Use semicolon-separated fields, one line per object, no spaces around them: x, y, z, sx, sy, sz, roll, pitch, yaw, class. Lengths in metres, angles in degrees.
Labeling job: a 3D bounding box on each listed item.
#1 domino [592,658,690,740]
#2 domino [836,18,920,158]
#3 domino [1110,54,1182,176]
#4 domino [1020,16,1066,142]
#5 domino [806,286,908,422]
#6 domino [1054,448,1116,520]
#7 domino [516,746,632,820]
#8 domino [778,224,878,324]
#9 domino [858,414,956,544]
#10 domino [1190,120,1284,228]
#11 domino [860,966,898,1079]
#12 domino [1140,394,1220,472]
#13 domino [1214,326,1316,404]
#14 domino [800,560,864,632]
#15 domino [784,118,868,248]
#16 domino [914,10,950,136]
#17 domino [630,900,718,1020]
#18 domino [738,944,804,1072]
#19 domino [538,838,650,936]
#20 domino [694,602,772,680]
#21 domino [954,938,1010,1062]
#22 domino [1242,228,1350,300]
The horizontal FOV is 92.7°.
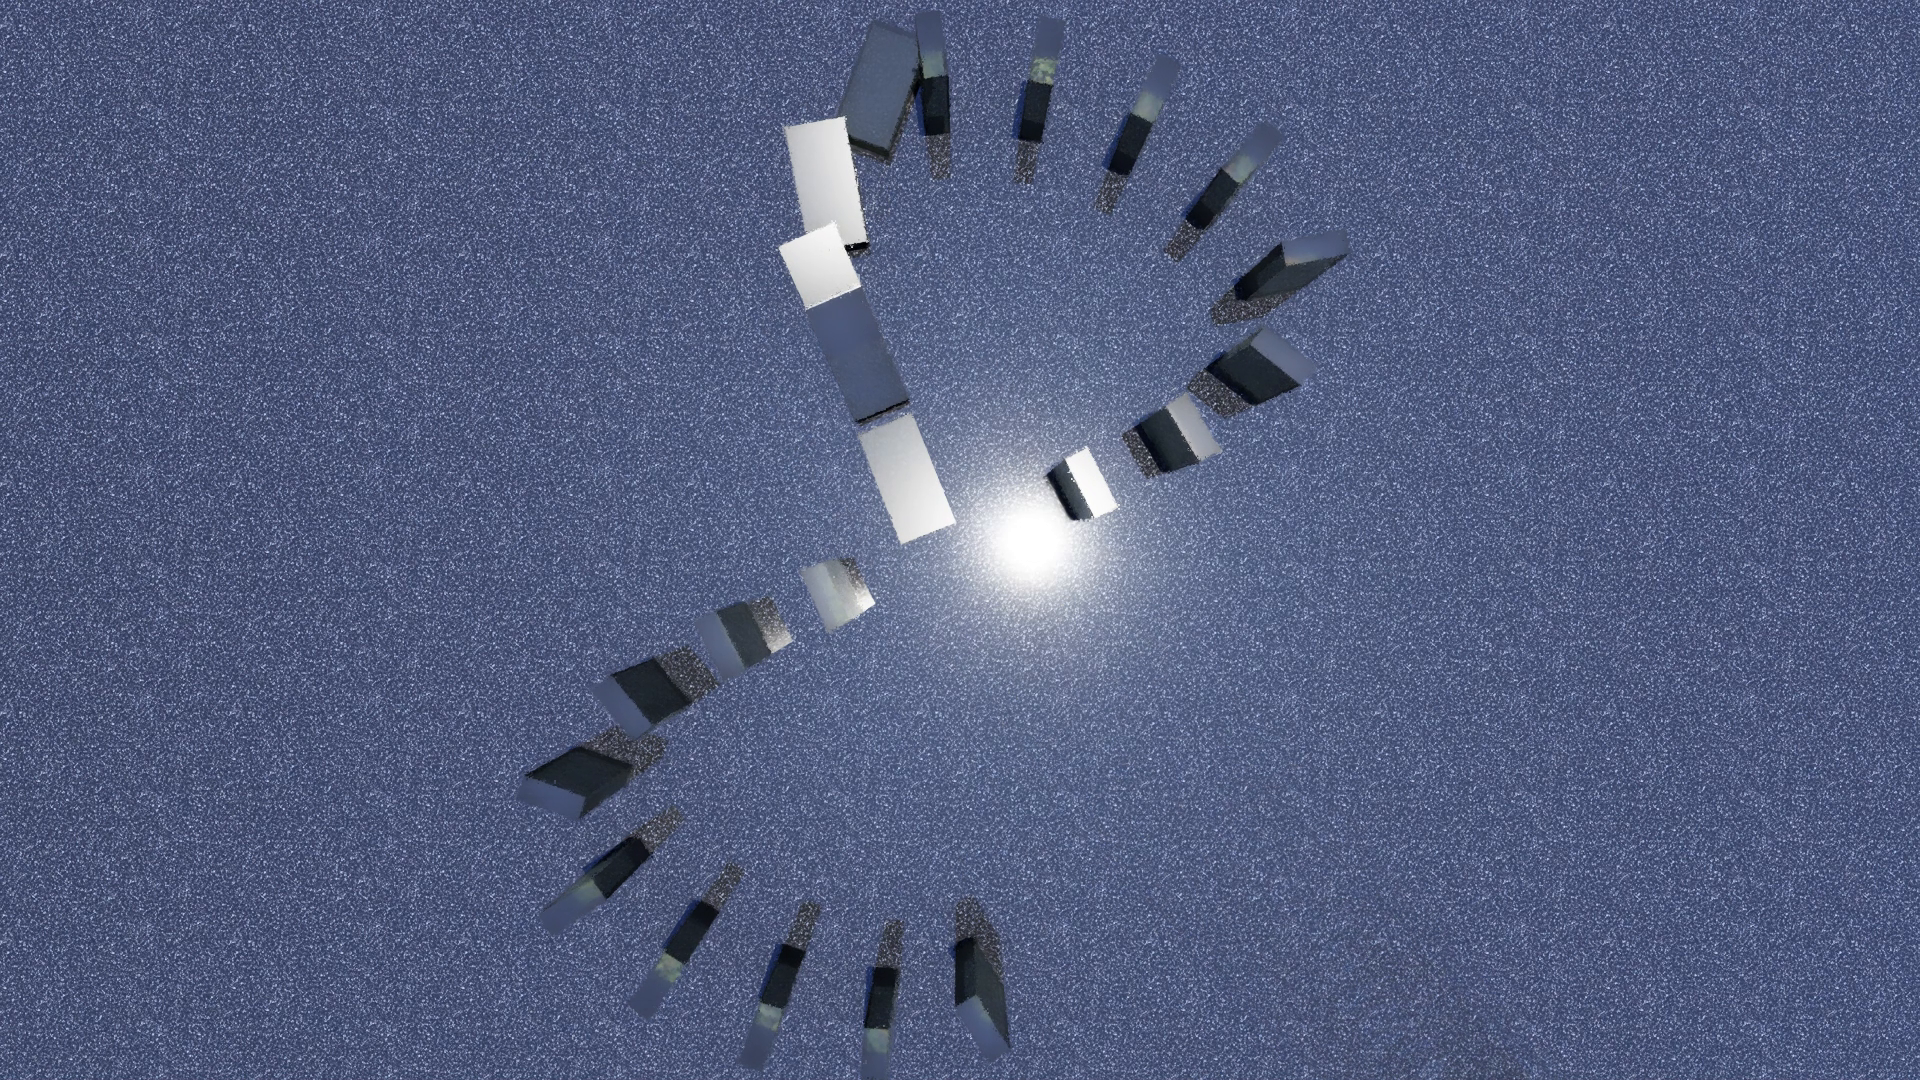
-0.129;0.064;0.375;0.010;0.050;0.025;-40;90;0;domino
-0.034;-0.195;0.395;0.025;0.009;0.050;20;90;0;domino
0.075;-0.172;0.375;0.009;0.050;0.025;26;90;0;domino
0.033;-0.187;0.375;0.010;0.050;0.025;12;90;0;domino
-0.043;-0.079;0.387;0.025;0.009;0.050;-23;110;0;domino
0.050;-0.022;0.375;0.009;0.050;0.025;-27;90;0;domino
-0.156;0.099;0.375;0.025;0.050;0.010;19;90;0;domino
-0.054;-0.105;0.390;0.025;0.009;0.050;-24;103;0;domino
-0.023;-0.026;0.395;0.025;0.010;0.050;-22;90;0;domino
0.112;-0.148;0.375;0.010;0.050;0.025;43;90;0;domino
-0.033;0.199;0.375;0.009;0.050;0.025;4;90;0;domino
0.089;-0.043;0.375;0.009;0.050;0.025;-31;90;0;domino
0.123;-0.071;0.375;0.025;0.050;0.010;38;90;0;domino
-0.052;0.022;0.375;0.009;0.050;0.025;-24;90;0;domino
-0.056;-0.150;0.390;0.025;0.009;0.050;-10;102;0;domino
-0.011;-0.189;0.375;0.009;0.050;0.025;-9;90;0;domino
-0.116;0.170;0.375;0.010;0.050;0.025;33;90;0;domino
-0.076;0.190;0.375;0.009;0.050;0.025;19;90;0;domino
-0.148;0.141;0.375;0.025;0.050;0.009;-33;90;0;domino
-0.092;0.041;0.375;0.009;0.050;0.025;-27;90;0;domino
0.009;0.187;0.375;0.009;0.050;0.025;-32;90;0;domino
0.136;-0.112;0.375;0.025;0.050;0.009;-11;90;0;domino
